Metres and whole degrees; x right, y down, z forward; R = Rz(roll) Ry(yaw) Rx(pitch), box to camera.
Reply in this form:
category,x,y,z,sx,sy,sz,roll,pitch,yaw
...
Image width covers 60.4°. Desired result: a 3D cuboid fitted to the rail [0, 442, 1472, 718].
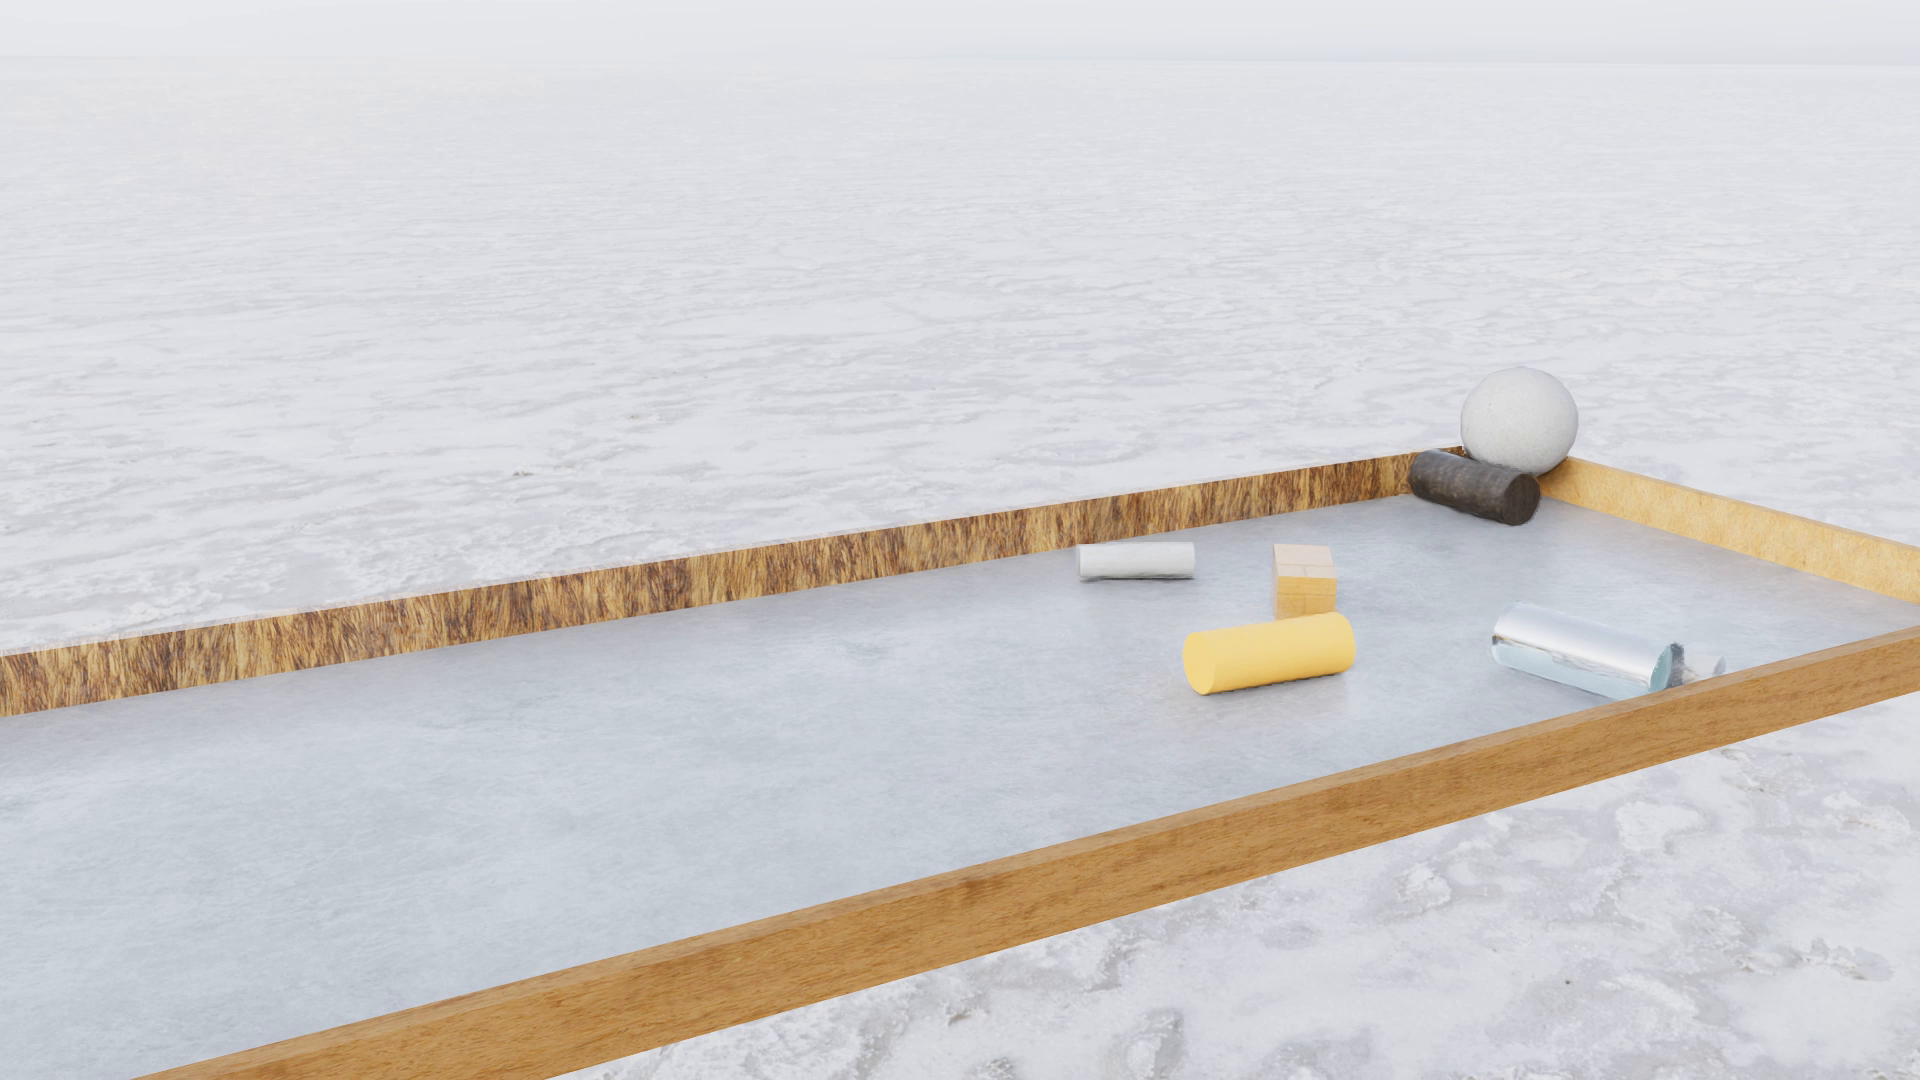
category,x,y,z,sx,sy,sz,roll,pitch,yaw
rail,-3.305,0.497,3.399,12.000,0.150,0.050,-9,18,-27

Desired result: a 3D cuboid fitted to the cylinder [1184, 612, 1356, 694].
category,x,y,z,sx,sy,sz,roll,pitch,yaw
cylinder,0.775,0.281,4.129,0.406,0.153,0.153,-7,18,-21

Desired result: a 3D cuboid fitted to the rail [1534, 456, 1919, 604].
category,x,y,z,sx,sy,sz,roll,pitch,yaw
rail,2.466,-0.048,5.253,0.050,0.150,2.100,-9,18,-27

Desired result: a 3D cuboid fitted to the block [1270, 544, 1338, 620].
category,x,y,z,sx,sy,sz,roll,pitch,yaw
block,0.961,0.132,4.627,0.156,0.156,0.312,2,17,8

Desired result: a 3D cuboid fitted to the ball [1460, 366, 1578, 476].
category,x,y,z,sx,sy,sz,roll,pitch,yaw
ball,1.950,-0.409,5.763,0.393,0.393,0.393,0,16,0

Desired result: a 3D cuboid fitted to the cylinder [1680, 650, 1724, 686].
category,x,y,z,sx,sy,sz,roll,pitch,yaw
cylinder,1.728,0.309,4.125,0.318,0.101,0.101,14,21,39

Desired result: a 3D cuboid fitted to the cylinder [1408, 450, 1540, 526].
category,x,y,z,sx,sy,sz,roll,pitch,yaw
cylinder,1.759,-0.183,5.659,0.179,0.179,0.421,-9,19,-29

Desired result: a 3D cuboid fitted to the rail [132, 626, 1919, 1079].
category,x,y,z,sx,sy,sz,roll,pitch,yaw
rail,-2.336,1.006,1.665,12.000,0.150,0.050,-9,18,-27

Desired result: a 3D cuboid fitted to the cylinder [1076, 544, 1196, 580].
category,x,y,z,sx,sy,sz,roll,pitch,yaw
cylinder,0.527,0.065,4.952,0.343,0.102,0.102,-1,16,-3

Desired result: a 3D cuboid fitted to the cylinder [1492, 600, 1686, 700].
category,x,y,z,sx,sy,sz,roll,pitch,yaw
cylinder,1.551,0.284,4.086,0.172,0.172,0.417,-14,21,-39
